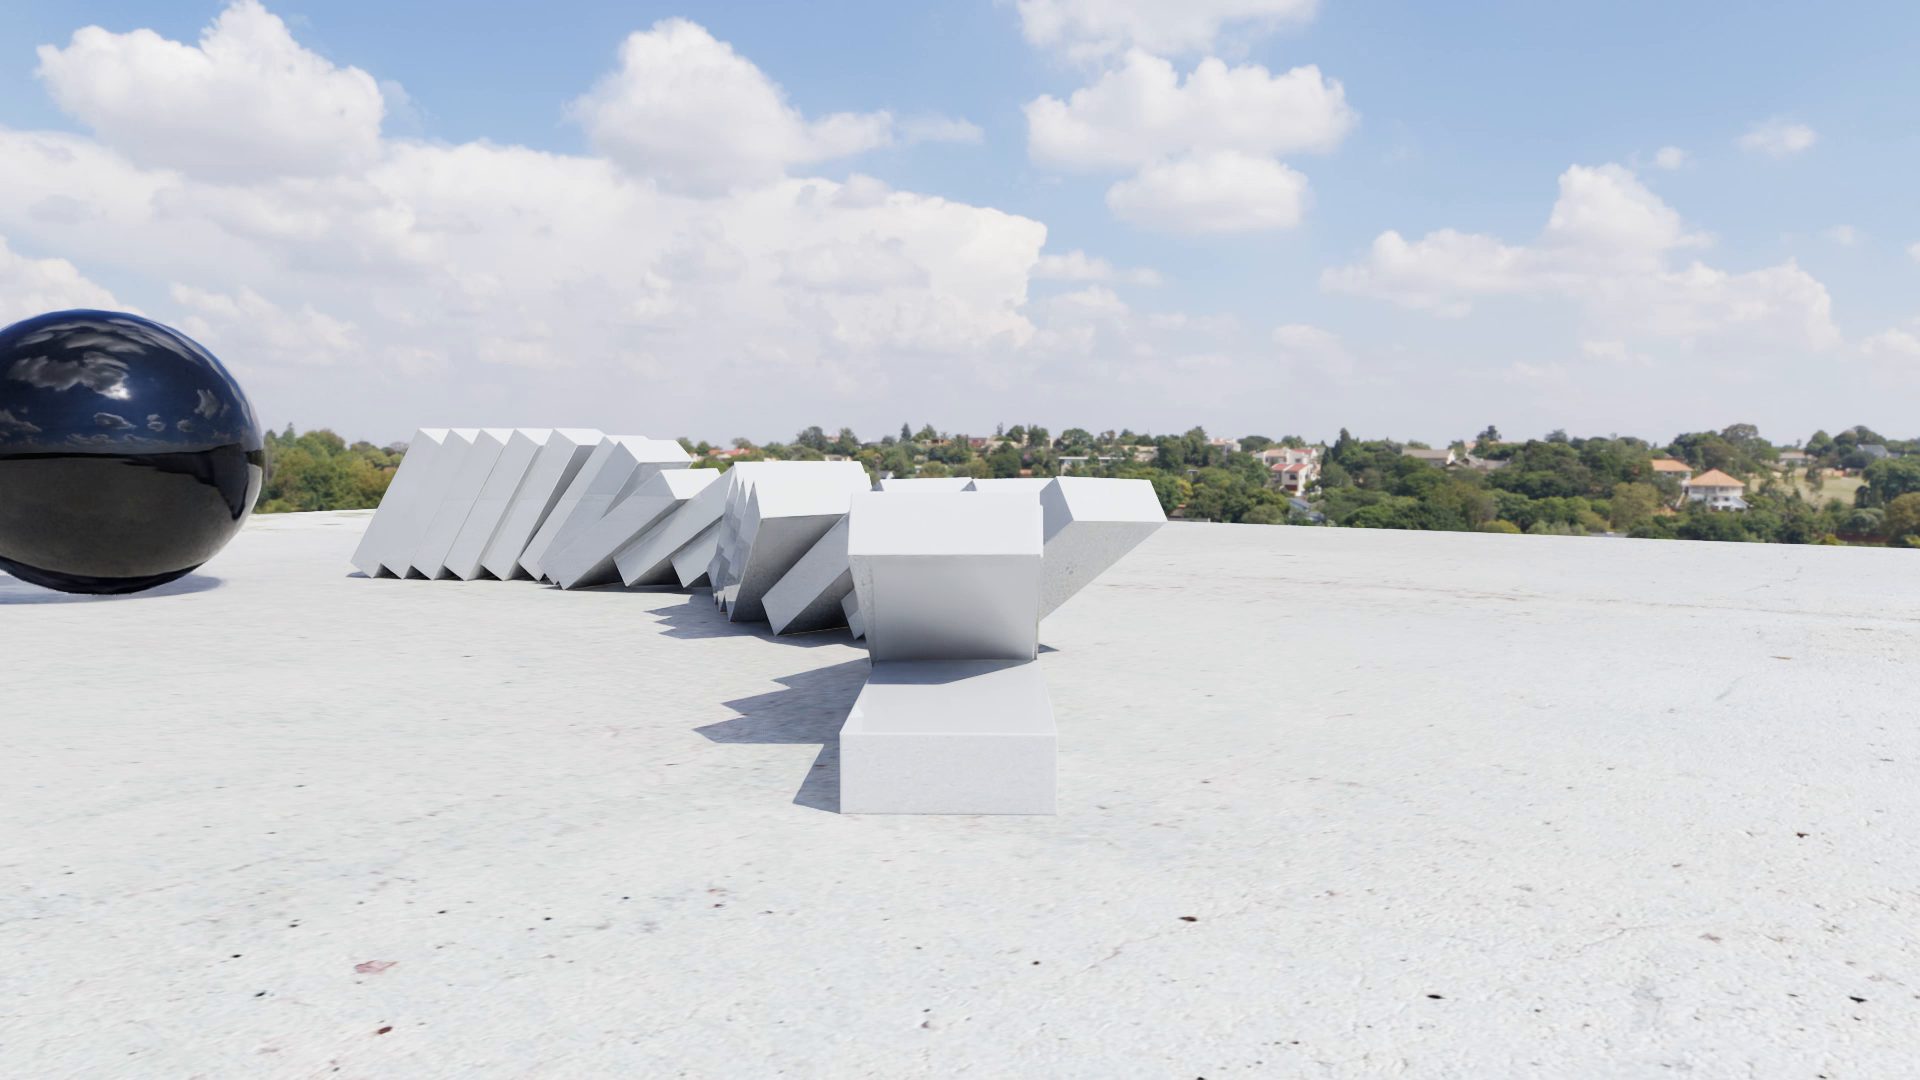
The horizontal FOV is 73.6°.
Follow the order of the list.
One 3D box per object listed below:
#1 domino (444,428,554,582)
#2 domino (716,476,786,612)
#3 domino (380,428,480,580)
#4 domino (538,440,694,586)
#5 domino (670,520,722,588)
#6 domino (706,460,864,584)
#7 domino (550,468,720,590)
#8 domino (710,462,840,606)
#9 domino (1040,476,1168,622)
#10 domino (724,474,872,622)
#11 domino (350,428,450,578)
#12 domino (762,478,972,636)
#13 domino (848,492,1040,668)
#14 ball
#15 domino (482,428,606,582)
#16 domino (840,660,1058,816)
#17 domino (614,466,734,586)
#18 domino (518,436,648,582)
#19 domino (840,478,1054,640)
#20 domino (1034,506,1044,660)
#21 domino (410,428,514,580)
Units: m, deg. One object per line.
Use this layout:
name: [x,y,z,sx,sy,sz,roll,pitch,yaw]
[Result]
domino: [-0.141,-0.012,0.405,0.009,0.050,0.025,34,11,10]
domino: [-0.043,0.002,0.309,0.025,0.009,0.050,-2,-29,-19]
domino: [-0.163,-0.012,0.411,0.010,0.050,0.025,34,11,10]
domino: [-0.105,-0.008,0.390,0.009,0.050,0.025,46,22,16]
domino: [-0.055,-0.003,0.365,0.050,0.009,0.025,-34,-15,21]
domino: [-0.047,-0.002,0.345,0.025,0.009,0.050,-2,-33,-37]
domino: [-0.093,-0.003,0.374,0.050,0.009,0.025,-35,-12,25]
domino: [-0.047,-0.001,0.325,0.025,0.010,0.050,-2,-33,-20]
domino: [0.016,0.005,0.259,0.025,0.009,0.050,0,-30,-39]
domino: [-0.037,0.003,0.291,0.025,0.010,0.050,-4,-28,-20]
domino: [-0.174,-0.012,0.413,0.009,0.050,0.025,34,11,10]
domino: [-0.019,0.004,0.278,0.025,0.009,0.050,-4,-27,-43]
domino: [-0.001,0.010,0.190,0.025,0.009,0.050,0,-28,2]
ball: [-0.240,-0.024,0.360,0.080,0.080,0.080,0,4,0]
domino: [-0.129,-0.012,0.406,0.009,0.050,0.025,34,11,10]
domino: [-0.001,0.025,0.172,0.025,0.009,0.050,0,4,1]
domino: [-0.073,-0.004,0.370,0.050,0.010,0.025,-34,-14,21]
domino: [-0.116,-0.010,0.404,0.009,0.050,0.025,40,12,9]
domino: [-0.001,0.004,0.271,0.025,0.009,0.050,-3,-28,-43]
domino: [0.002,0.009,0.233,0.025,0.009,0.050,0,-24,2]
domino: [-0.152,-0.012,0.407,0.010,0.050,0.025,34,11,10]
